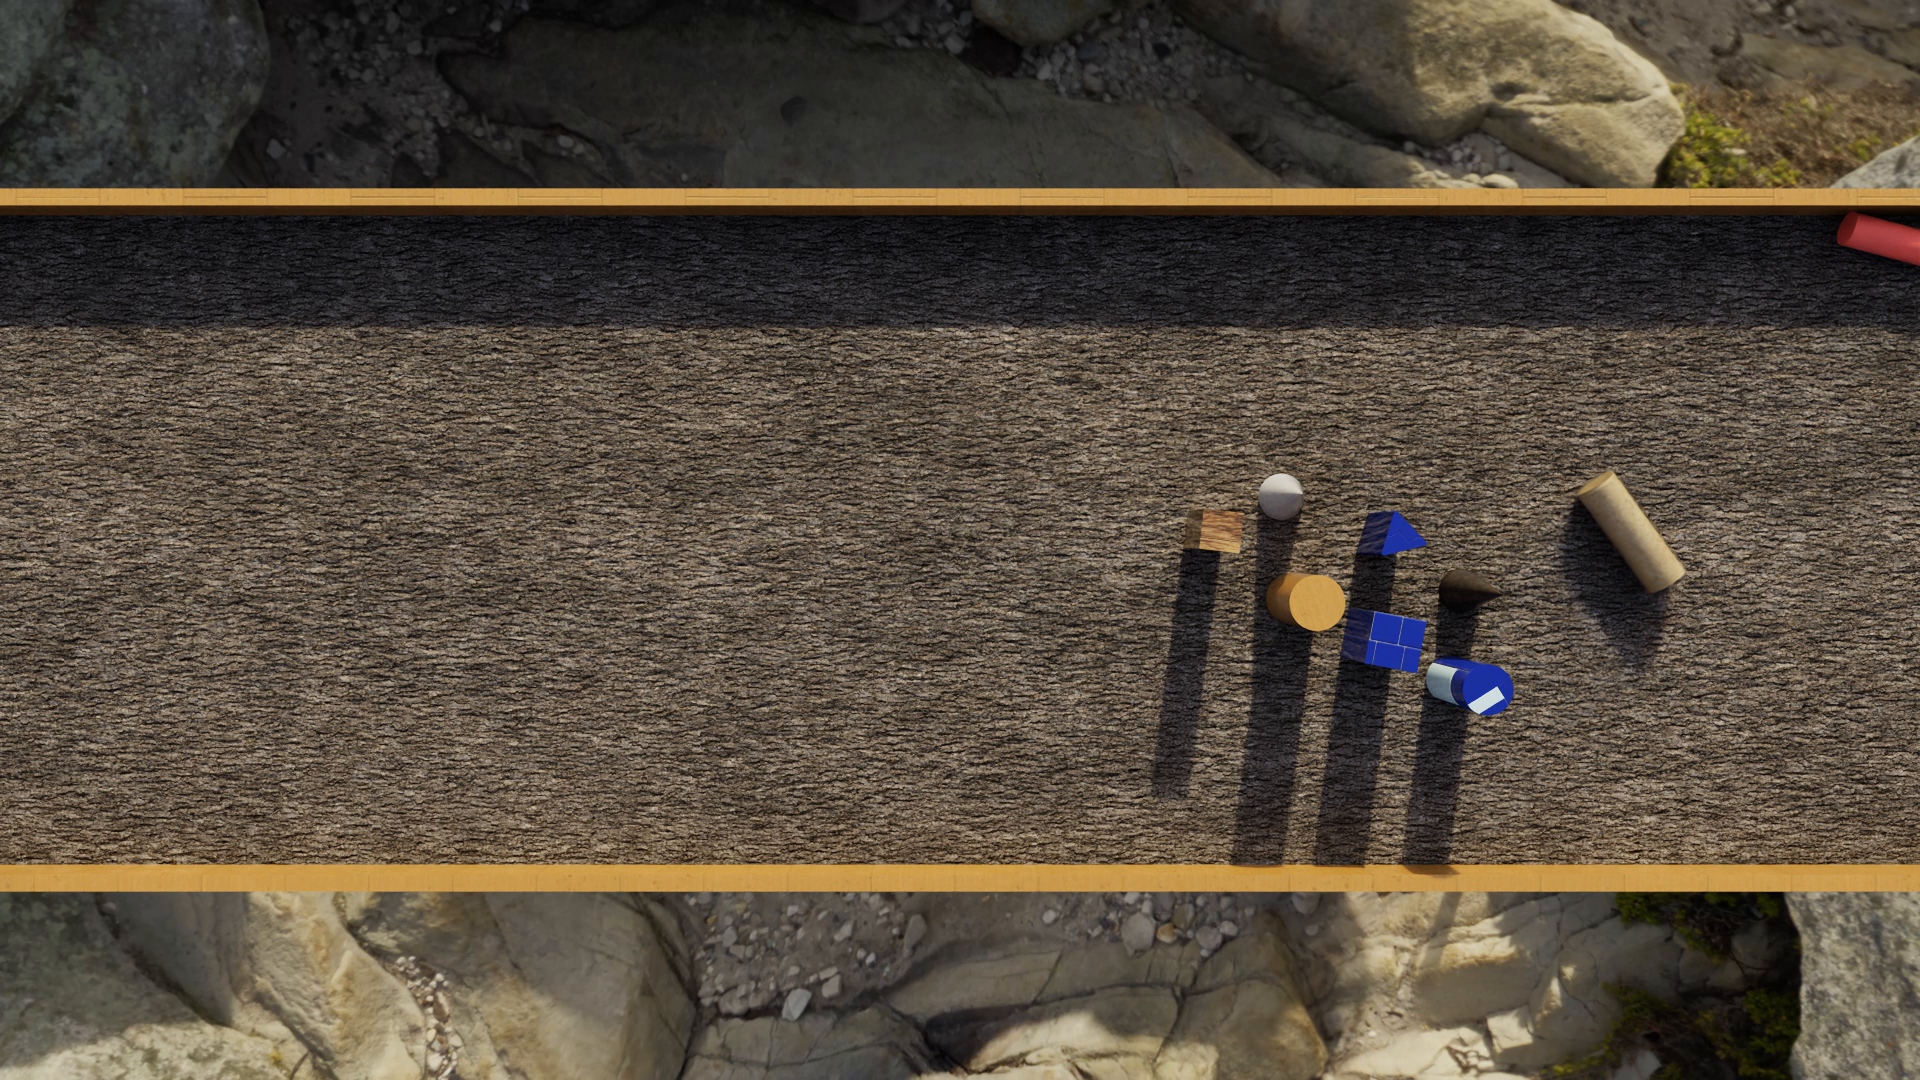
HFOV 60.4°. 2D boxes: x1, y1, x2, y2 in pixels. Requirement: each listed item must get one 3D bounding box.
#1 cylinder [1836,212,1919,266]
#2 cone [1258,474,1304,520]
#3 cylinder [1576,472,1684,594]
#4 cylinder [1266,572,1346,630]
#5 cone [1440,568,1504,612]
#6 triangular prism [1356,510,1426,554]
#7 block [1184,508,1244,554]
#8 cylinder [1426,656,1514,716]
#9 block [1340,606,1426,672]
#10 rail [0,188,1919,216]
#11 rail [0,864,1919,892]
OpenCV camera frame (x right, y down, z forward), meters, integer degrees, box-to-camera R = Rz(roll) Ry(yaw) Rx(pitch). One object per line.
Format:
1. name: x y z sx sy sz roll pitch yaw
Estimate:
1. cylinder: 2.850 -0.910 5.024 0.308 0.104 0.104 15 90 0
2. cone: 0.990 -0.133 4.920 0.143 0.313 0.143 0 90 0
3. cylinder: 2.037 -0.023 5.013 0.126 0.126 0.369 -36 90 0
4. cylinder: 1.021 0.180 4.894 0.160 0.365 0.160 0 90 0
5. cone: 1.542 0.156 4.876 0.136 0.401 0.136 0 90 0
6. triangular prism: 1.272 -0.029 4.922 0.132 0.309 0.114 -13 90 0
7. block: 0.752 -0.026 4.910 0.116 0.334 0.116 7 90 0
8. cylinder: 1.506 0.428 4.890 0.145 0.372 0.145 0 90 0
9. block: 1.259 0.295 4.922 0.154 0.309 0.154 11 90 0
10. rail: -2.247 -1.025 5.002 12.000 0.150 0.050 0 90 0
11. rail: -2.247 1.025 5.001 12.000 0.150 0.050 0 90 0
